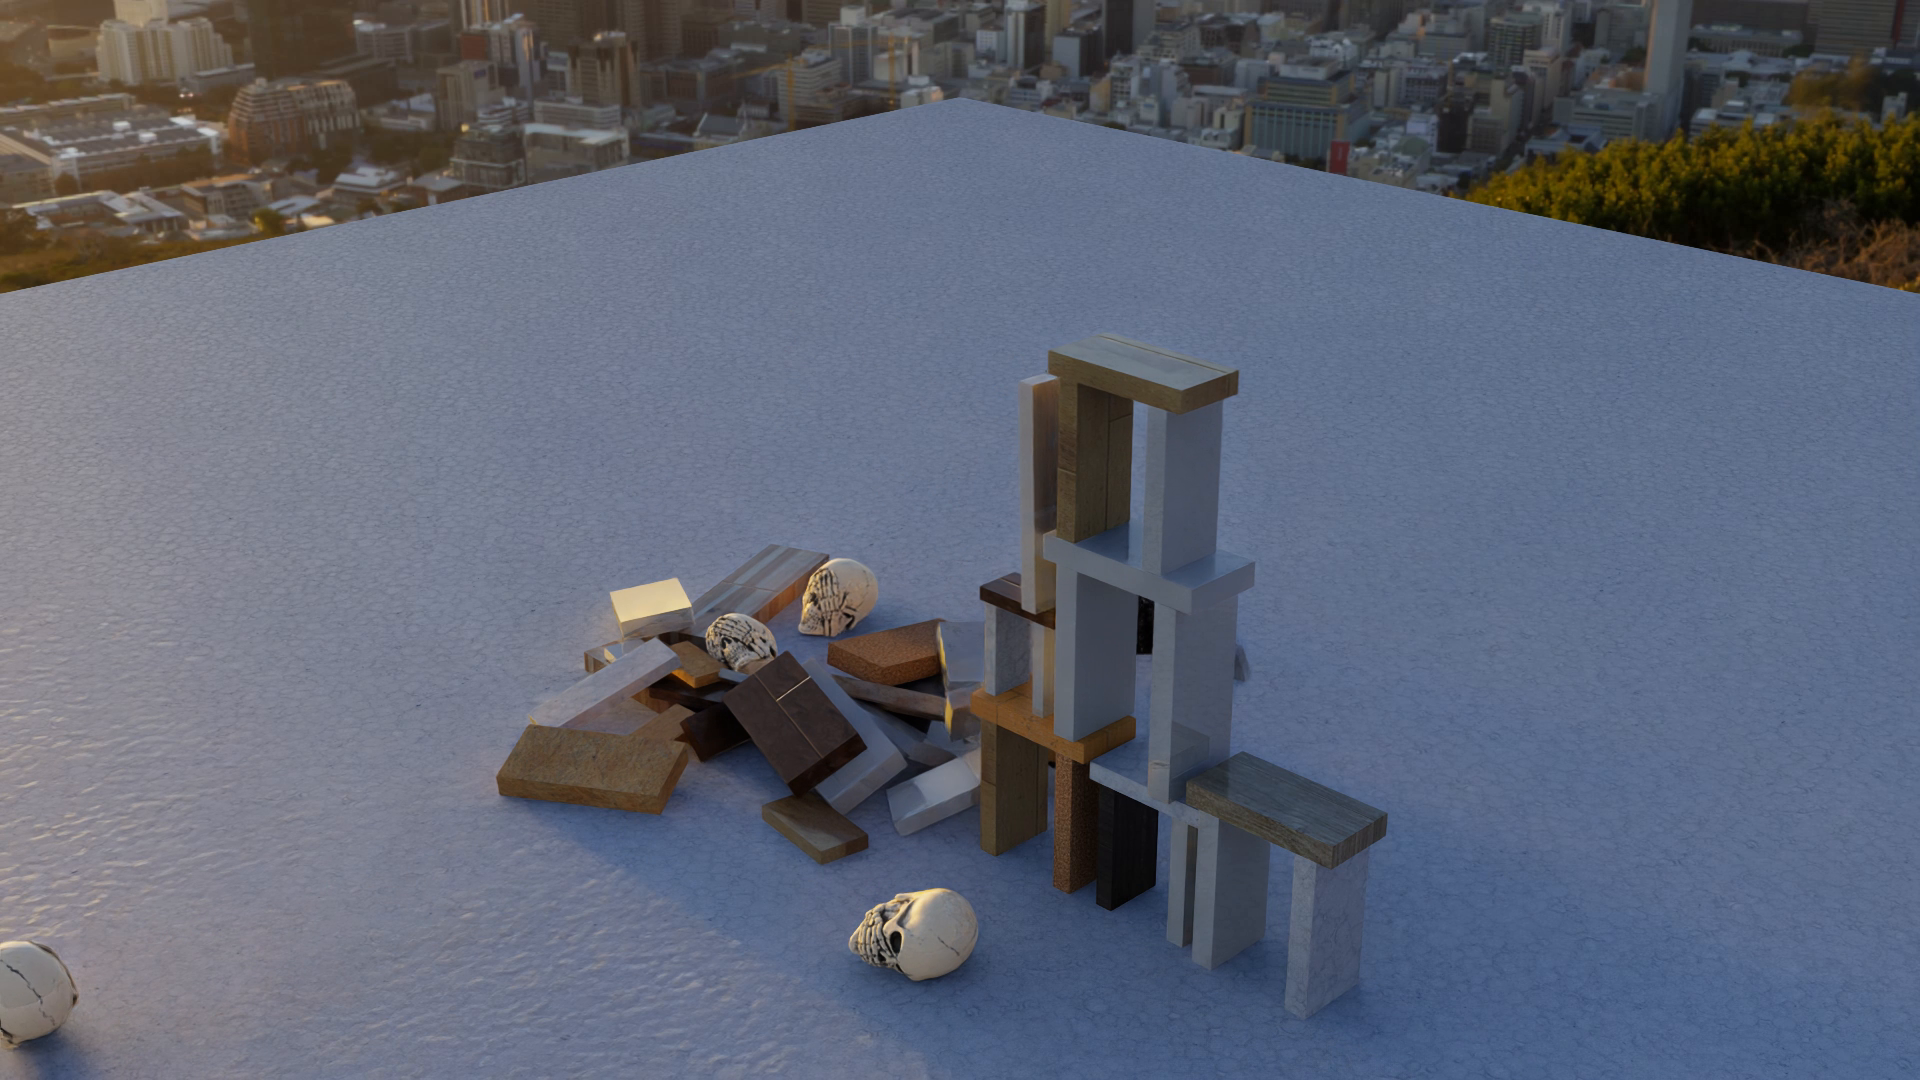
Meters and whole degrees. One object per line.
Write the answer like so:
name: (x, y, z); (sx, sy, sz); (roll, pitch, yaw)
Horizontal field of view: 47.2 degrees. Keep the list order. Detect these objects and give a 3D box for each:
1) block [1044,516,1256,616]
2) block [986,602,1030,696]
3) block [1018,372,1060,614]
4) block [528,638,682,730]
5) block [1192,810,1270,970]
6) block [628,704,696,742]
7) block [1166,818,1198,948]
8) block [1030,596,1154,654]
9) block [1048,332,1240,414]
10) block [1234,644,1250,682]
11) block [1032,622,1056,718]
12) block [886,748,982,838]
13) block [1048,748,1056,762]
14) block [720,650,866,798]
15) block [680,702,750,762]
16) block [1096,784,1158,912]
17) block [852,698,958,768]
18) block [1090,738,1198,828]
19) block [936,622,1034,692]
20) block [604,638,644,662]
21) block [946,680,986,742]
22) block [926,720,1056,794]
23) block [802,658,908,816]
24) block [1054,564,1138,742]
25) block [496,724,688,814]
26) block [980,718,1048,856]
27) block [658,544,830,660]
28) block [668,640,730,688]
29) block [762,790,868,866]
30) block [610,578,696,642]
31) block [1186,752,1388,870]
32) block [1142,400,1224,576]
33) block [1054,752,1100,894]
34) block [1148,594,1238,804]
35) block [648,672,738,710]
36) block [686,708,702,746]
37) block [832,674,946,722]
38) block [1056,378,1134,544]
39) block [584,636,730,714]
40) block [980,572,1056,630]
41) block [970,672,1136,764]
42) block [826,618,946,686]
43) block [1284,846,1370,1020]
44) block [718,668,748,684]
block: (0.332, 0.035, 3.886); (0.171, 0.049, 0.343); (-21, 31, -41)
block: (0.091, 0.194, 4.207); (0.095, 0.191, 0.027); (-21, 31, -40)
block: (0.169, -0.089, 3.997); (0.130, 0.439, 0.037); (-19, 28, -38)
block: (-0.778, 0.328, 4.819); (0.331, 0.031, 0.110); (-32, 34, -21)
block: (0.489, 0.600, 3.946); (0.044, 0.313, 0.157); (21, 31, 41)
block: (-0.642, 0.422, 4.687); (0.096, 0.027, 0.193); (20, 40, 38)
block: (0.438, 0.601, 4.012); (0.037, 0.259, 0.130); (21, 31, 41)
block: (0.338, 0.190, 5.080); (0.354, 0.177, 0.050); (-2, 46, -4)
block: (0.312, -0.288, 3.763); (0.150, 0.042, 0.300); (-21, 31, -40)
block: (0.556, 0.259, 5.018); (0.204, 0.102, 0.029); (14, 57, 29)
block: (0.179, 0.230, 4.123); (0.095, 0.191, 0.027); (-21, 31, -41)
block: (-0.016, 0.496, 4.412); (0.259, 0.037, 0.130); (-24, 26, 2)
block: (0.139, 0.419, 4.686); (0.102, 0.029, 0.204); (13, 10, -40)
block: (-0.349, 0.379, 4.579); (0.175, 0.050, 0.350); (-35, 39, -9)
block: (-0.499, 0.396, 4.713); (0.193, 0.096, 0.027); (-23, -11, -43)
block: (0.315, 0.554, 4.124); (0.037, 0.259, 0.130); (21, 31, 41)
block: (-0.141, 0.406, 4.661); (0.143, 0.041, 0.286); (23, 2, -44)
block: (0.376, 0.441, 4.010); (0.259, 0.037, 0.130); (21, 31, 41)
block: (0.134, 0.266, 4.950); (0.354, 0.050, 0.177); (0, 45, -11)
block: (-0.725, 0.276, 4.958); (0.089, 0.025, 0.177); (-13, 26, -29)
block: (0.039, 0.340, 4.439); (0.130, 0.037, 0.259); (-17, -18, -7)
block: (0.075, 0.451, 4.575); (0.143, 0.041, 0.286); (12, 10, -44)
block: (-0.280, 0.407, 4.590); (0.175, 0.050, 0.403); (-37, 39, -9)
block: (0.251, 0.183, 4.037); (0.171, 0.343, 0.049); (-21, 31, -41)
block: (-0.758, 0.472, 4.544); (0.350, 0.050, 0.175); (5, 34, 12)
block: (0.107, 0.460, 4.304); (0.146, 0.292, 0.041); (-21, 31, -40)
block: (-0.518, 0.144, 5.362); (0.167, 0.047, 0.553); (10, 25, 22)
block: (-0.598, 0.276, 4.893); (0.089, 0.025, 0.177); (-15, 27, -35)
block: (-0.290, 0.570, 4.377); (0.110, 0.031, 0.220); (-16, 28, -33)
block: (-0.730, 0.163, 5.205); (0.166, 0.047, 0.333); (-12, 13, -11)
block: (0.563, 0.464, 3.808); (0.313, 0.044, 0.157); (21, 31, 41)
block: (0.381, -0.103, 3.765); (0.150, 0.300, 0.042); (-21, 31, -41)
block: (0.244, 0.513, 4.178); (0.041, 0.292, 0.146); (21, 31, 41)
block: (0.412, 0.264, 3.895); (0.049, 0.380, 0.171); (21, 31, 41)
block: (-0.582, 0.332, 4.825); (0.177, 0.025, 0.089); (10, 25, 21)
block: (-0.526, 0.393, 4.799); (0.193, 0.027, 0.096); (-15, 27, -32)
block: (-0.130, 0.350, 4.788); (0.286, 0.041, 0.143); (10, -10, 22)
block: (0.240, -0.158, 3.894); (0.150, 0.300, 0.042); (-21, 31, -41)
block: (-0.688, 0.304, 4.984); (0.167, 0.047, 0.333); (-20, 30, -38)
block: (0.138, 0.113, 4.119); (0.095, 0.027, 0.191); (-21, 31, -41)
block: (0.176, 0.333, 4.176); (0.292, 0.041, 0.146); (21, 31, 41)
block: (-0.112, 0.256, 5.024); (0.177, 0.050, 0.354); (21, 22, 41)
block: (0.637, 0.658, 3.810); (0.044, 0.313, 0.157); (21, 31, 41)
block: (-0.461, 0.316, 4.828); (0.073, 0.021, 0.147); (14, -11, 29)
